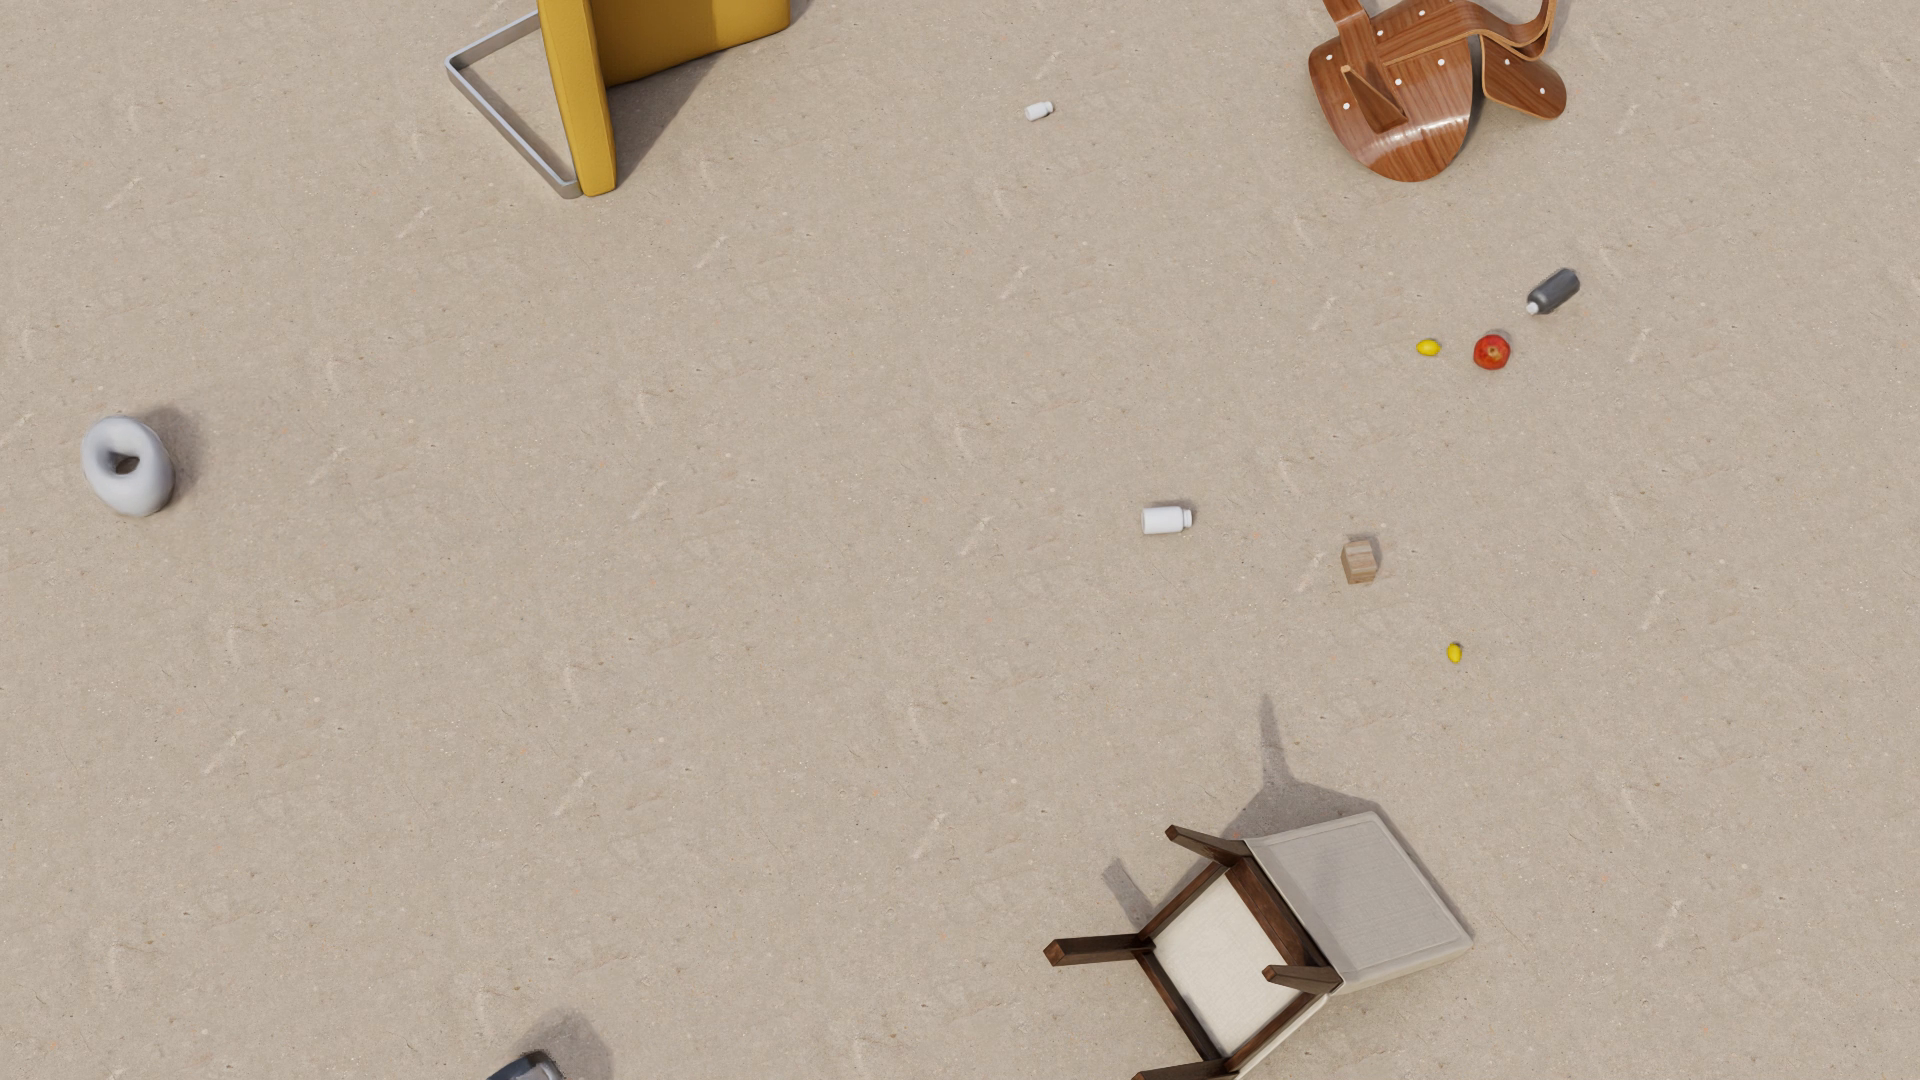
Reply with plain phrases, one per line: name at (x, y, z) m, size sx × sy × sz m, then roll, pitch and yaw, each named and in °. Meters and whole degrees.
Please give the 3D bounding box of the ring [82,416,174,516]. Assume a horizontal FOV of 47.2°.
ring at (-2.510, -0.224, 6.631) m, size 0.244 × 0.144 × 0.386 m, roll -30°, pitch 57°, yaw -15°

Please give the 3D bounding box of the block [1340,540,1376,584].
block at (1.175, 0.066, 6.484) m, size 0.074 × 0.076 × 0.097 m, roll -7°, pitch 56°, yaw -5°

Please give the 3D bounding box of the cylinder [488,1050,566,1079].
cylinder at (-1.107, 1.436, 5.499) m, size 0.286 × 0.185 × 0.173 m, roll -35°, pitch 63°, yaw -17°
